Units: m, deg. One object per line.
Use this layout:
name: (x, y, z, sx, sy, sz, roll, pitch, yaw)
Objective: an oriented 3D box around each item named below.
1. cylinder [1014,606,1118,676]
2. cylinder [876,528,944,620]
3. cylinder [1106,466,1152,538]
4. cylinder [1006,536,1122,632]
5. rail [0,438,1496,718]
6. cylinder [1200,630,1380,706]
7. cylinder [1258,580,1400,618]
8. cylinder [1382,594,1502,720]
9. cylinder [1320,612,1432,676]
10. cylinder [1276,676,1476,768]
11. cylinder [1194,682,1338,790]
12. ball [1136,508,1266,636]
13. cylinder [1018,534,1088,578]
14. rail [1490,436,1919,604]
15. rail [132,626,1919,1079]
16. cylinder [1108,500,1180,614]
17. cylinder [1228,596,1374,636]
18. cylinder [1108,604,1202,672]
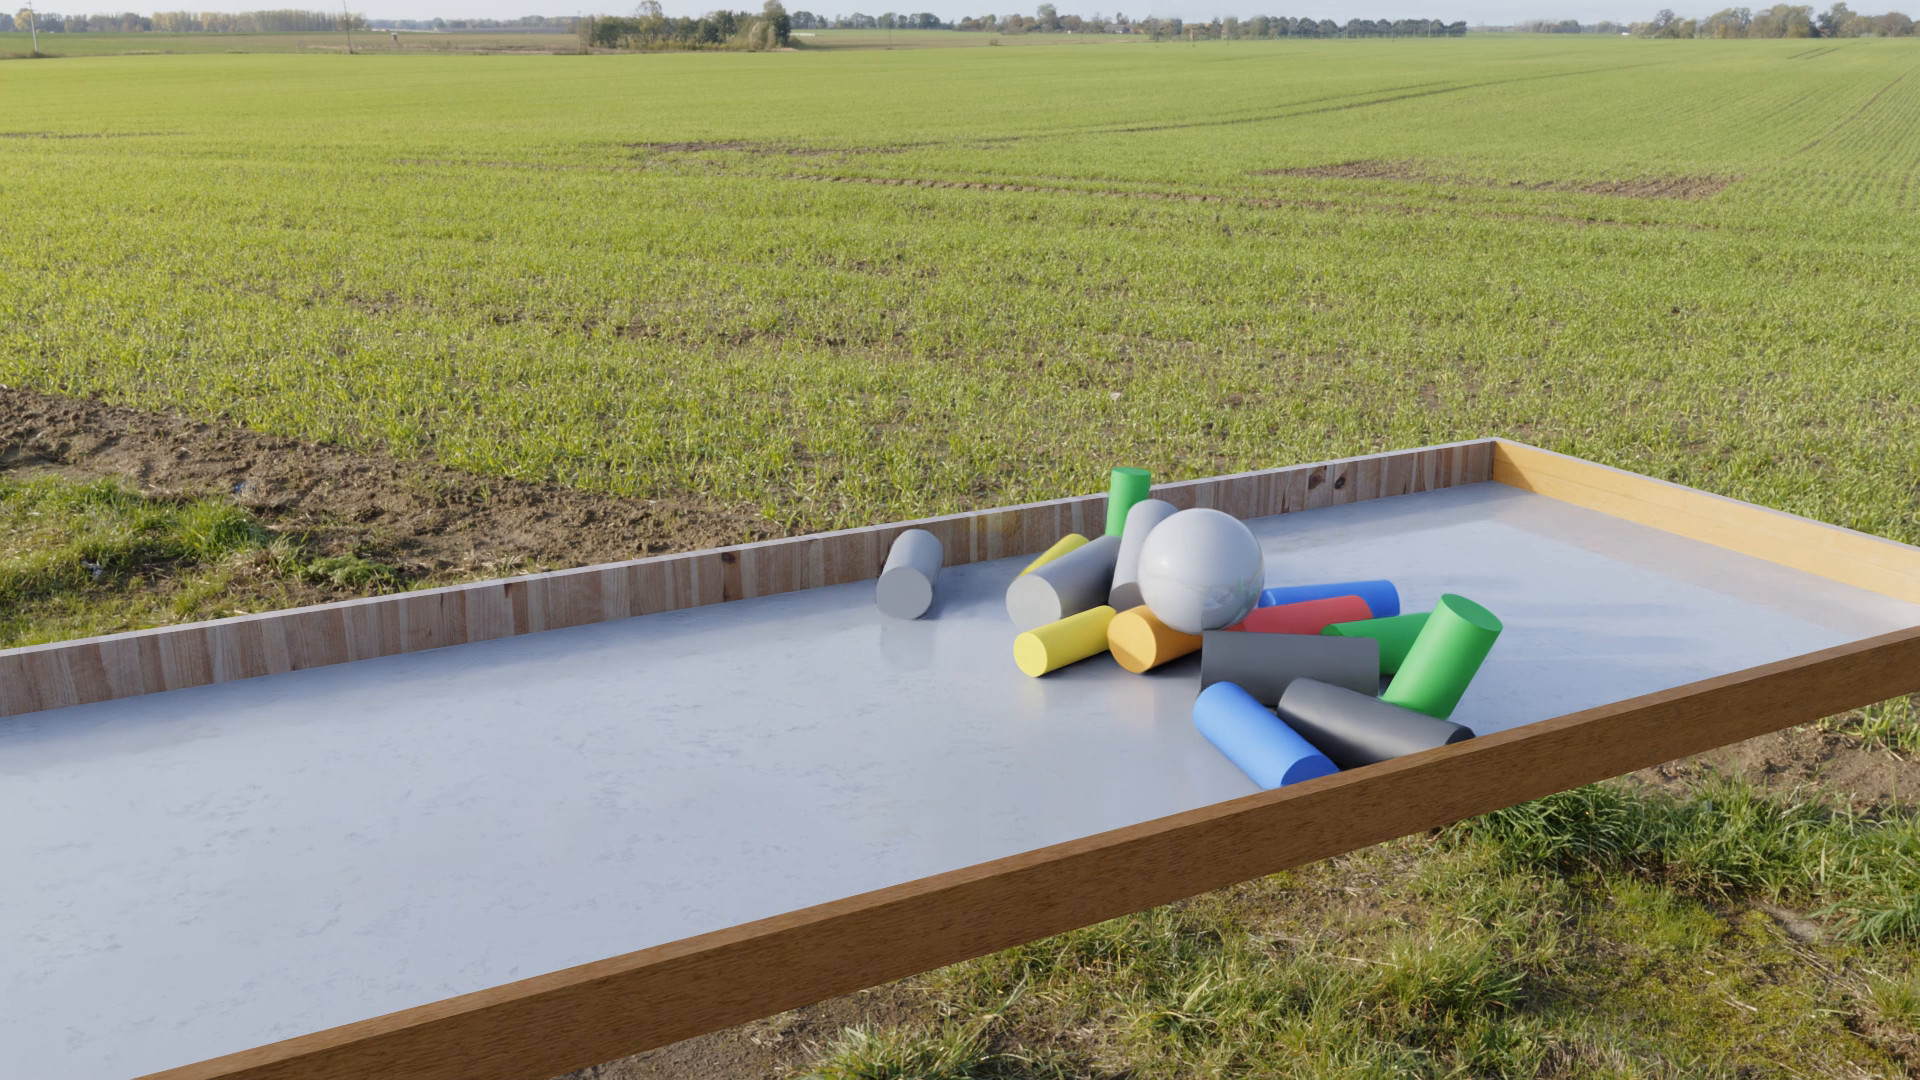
cylinder: (0.284, 0.259, 4.268, 0.115, 0.115, 0.302, 16, 23, 43)
cylinder: (-0.141, 0.095, 4.754, 0.157, 0.157, 0.379, 1, 16, 4)
cylinder: (0.488, -0.035, 4.849, 0.116, 0.343, 0.116, 4, 13, -1)
cylinder: (0.322, 0.123, 4.629, 0.171, 0.171, 0.457, 10, 19, 32)
rail: (-3.305, 0.497, 3.399, 12.000, 0.150, 0.050, -9, 18, -27)
cylinder: (0.791, 0.313, 3.980, 0.411, 0.174, 0.174, 2, 17, 8)
cylinder: (0.997, 0.190, 4.463, 0.351, 0.138, 0.138, -4, 17, -13)
cylinder: (1.099, 0.289, 3.778, 0.150, 0.300, 0.150, 20, 23, -9)
cylinder: (1.090, 0.269, 4.185, 0.331, 0.145, 0.145, -6, 17, -19)
cylinder: (0.905, 0.429, 3.610, 0.162, 0.162, 0.403, -15, 22, -41)
cylinder: (0.659, 0.448, 3.587, 0.138, 0.138, 0.429, -5, 17, -16)
ball: (0.598, 0.078, 4.103, 0.318, 0.318, 0.318, 0, 16, 0)
cylinder: (0.284, 0.083, 4.886, 0.106, 0.106, 0.382, 6, 18, 21)
rail: (2.466, -0.048, 5.253, 0.050, 0.150, 2.100, -9, 18, -27)
rail: (-2.336, 1.006, 1.665, 12.000, 0.150, 0.050, -9, 18, -27)
cylinder: (0.524, 0.063, 4.615, 0.167, 0.167, 0.360, 4, 40, 13)
cylinder: (0.868, 0.241, 4.260, 0.376, 0.154, 0.154, -6, 18, -21)
cylinder: (0.581, 0.220, 4.323, 0.406, 0.160, 0.160, -15, 22, -42)
